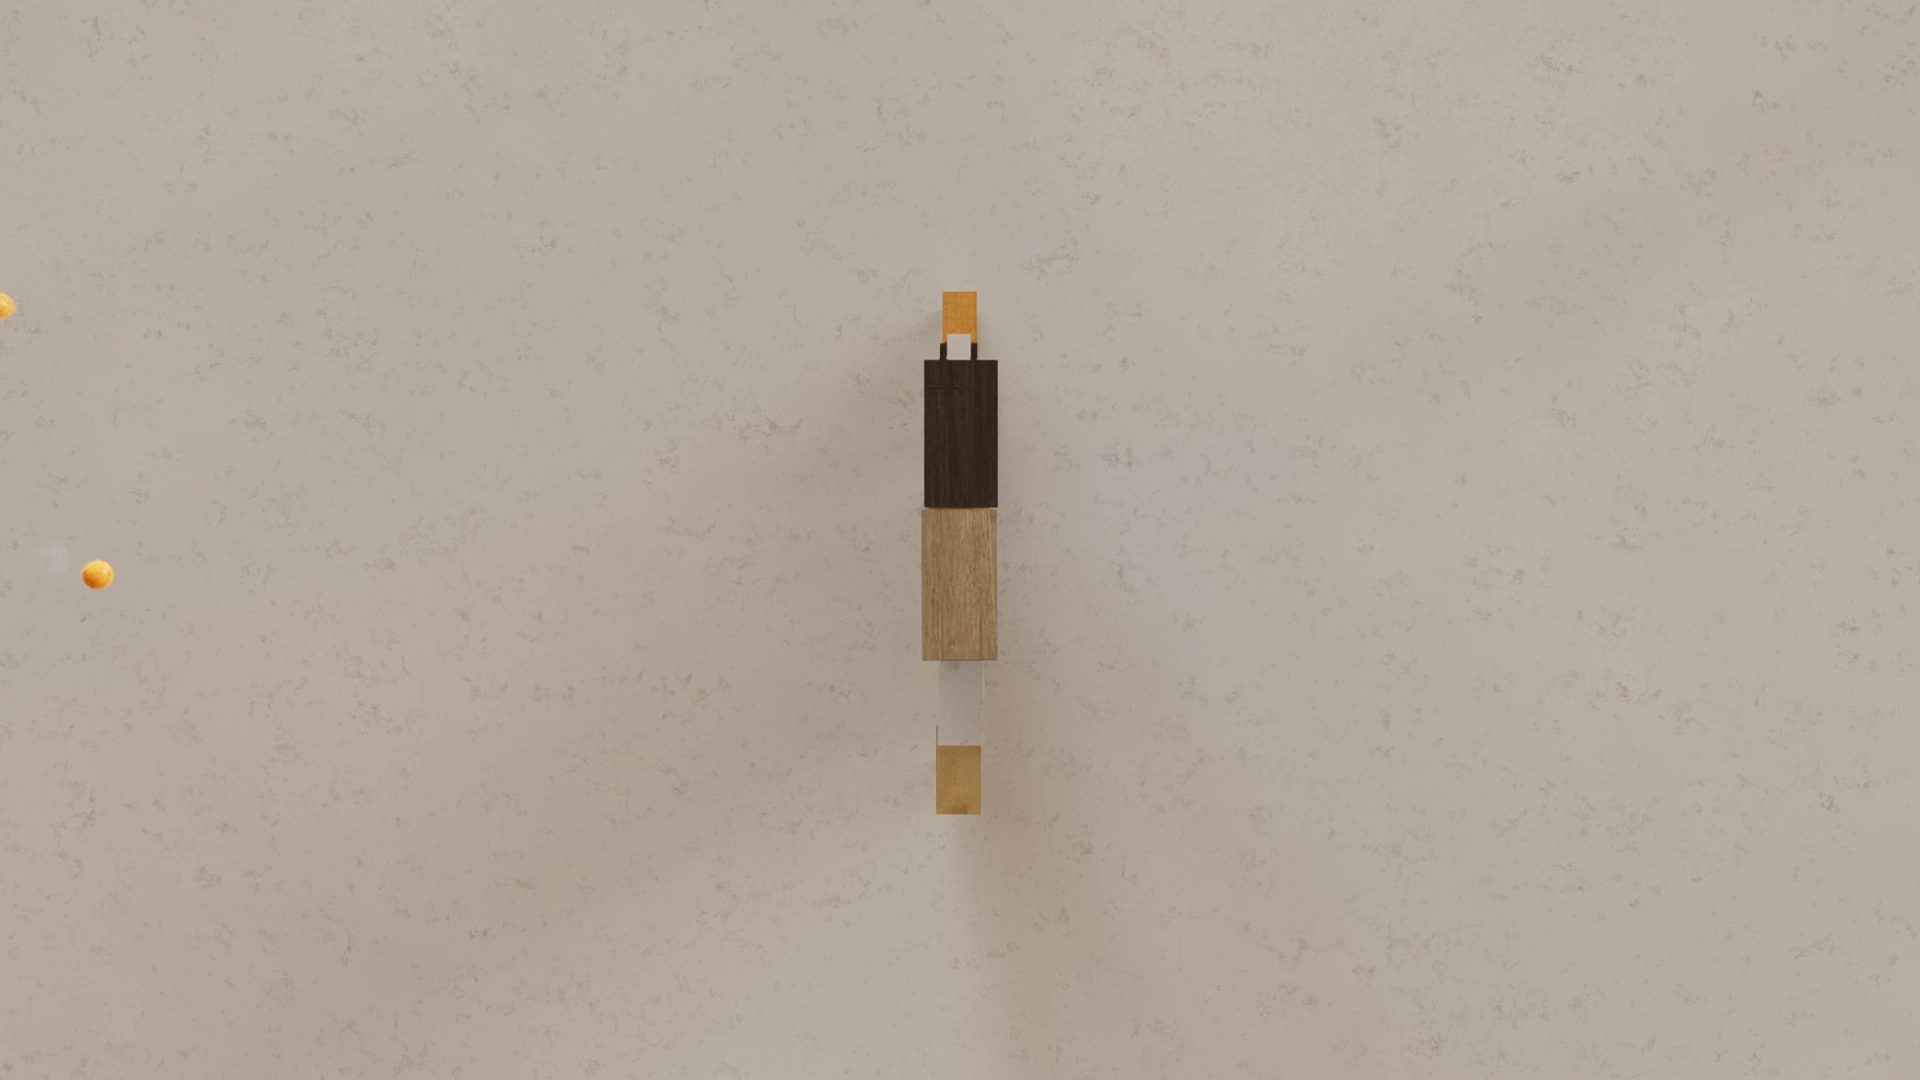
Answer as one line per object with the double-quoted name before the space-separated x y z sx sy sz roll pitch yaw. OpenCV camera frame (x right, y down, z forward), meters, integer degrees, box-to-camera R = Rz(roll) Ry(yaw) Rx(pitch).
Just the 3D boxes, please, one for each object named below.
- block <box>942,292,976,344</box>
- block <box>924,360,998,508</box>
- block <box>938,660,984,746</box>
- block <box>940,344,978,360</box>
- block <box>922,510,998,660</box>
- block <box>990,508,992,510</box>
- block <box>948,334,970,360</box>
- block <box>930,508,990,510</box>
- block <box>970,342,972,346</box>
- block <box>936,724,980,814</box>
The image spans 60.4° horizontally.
"block" -0.001 -0.682 5.266 0.109 0.031 0.219 0 90 0
"block" 0.002 -0.255 3.968 0.176 0.050 0.353 0 90 0
"block" 0.003 0.413 4.276 0.118 0.033 0.236 1 90 0
"block" -0.004 -0.468 4.862 0.111 0.031 0.221 0 90 0
"block" -0.001 0.108 3.961 0.180 0.051 0.360 0 90 0
"block" 0.004 -0.182 4.736 0.170 0.048 0.339 0 90 0
"block" -0.003 -0.505 4.581 0.066 0.019 0.131 0 90 0
"block" -0.001 -0.103 4.369 0.160 0.045 0.320 0 90 0
"block" -0.002 -0.547 4.719 0.066 0.256 0.019 -1 89 0
"block" -0.005 0.662 4.772 0.129 0.037 0.258 0 90 0
